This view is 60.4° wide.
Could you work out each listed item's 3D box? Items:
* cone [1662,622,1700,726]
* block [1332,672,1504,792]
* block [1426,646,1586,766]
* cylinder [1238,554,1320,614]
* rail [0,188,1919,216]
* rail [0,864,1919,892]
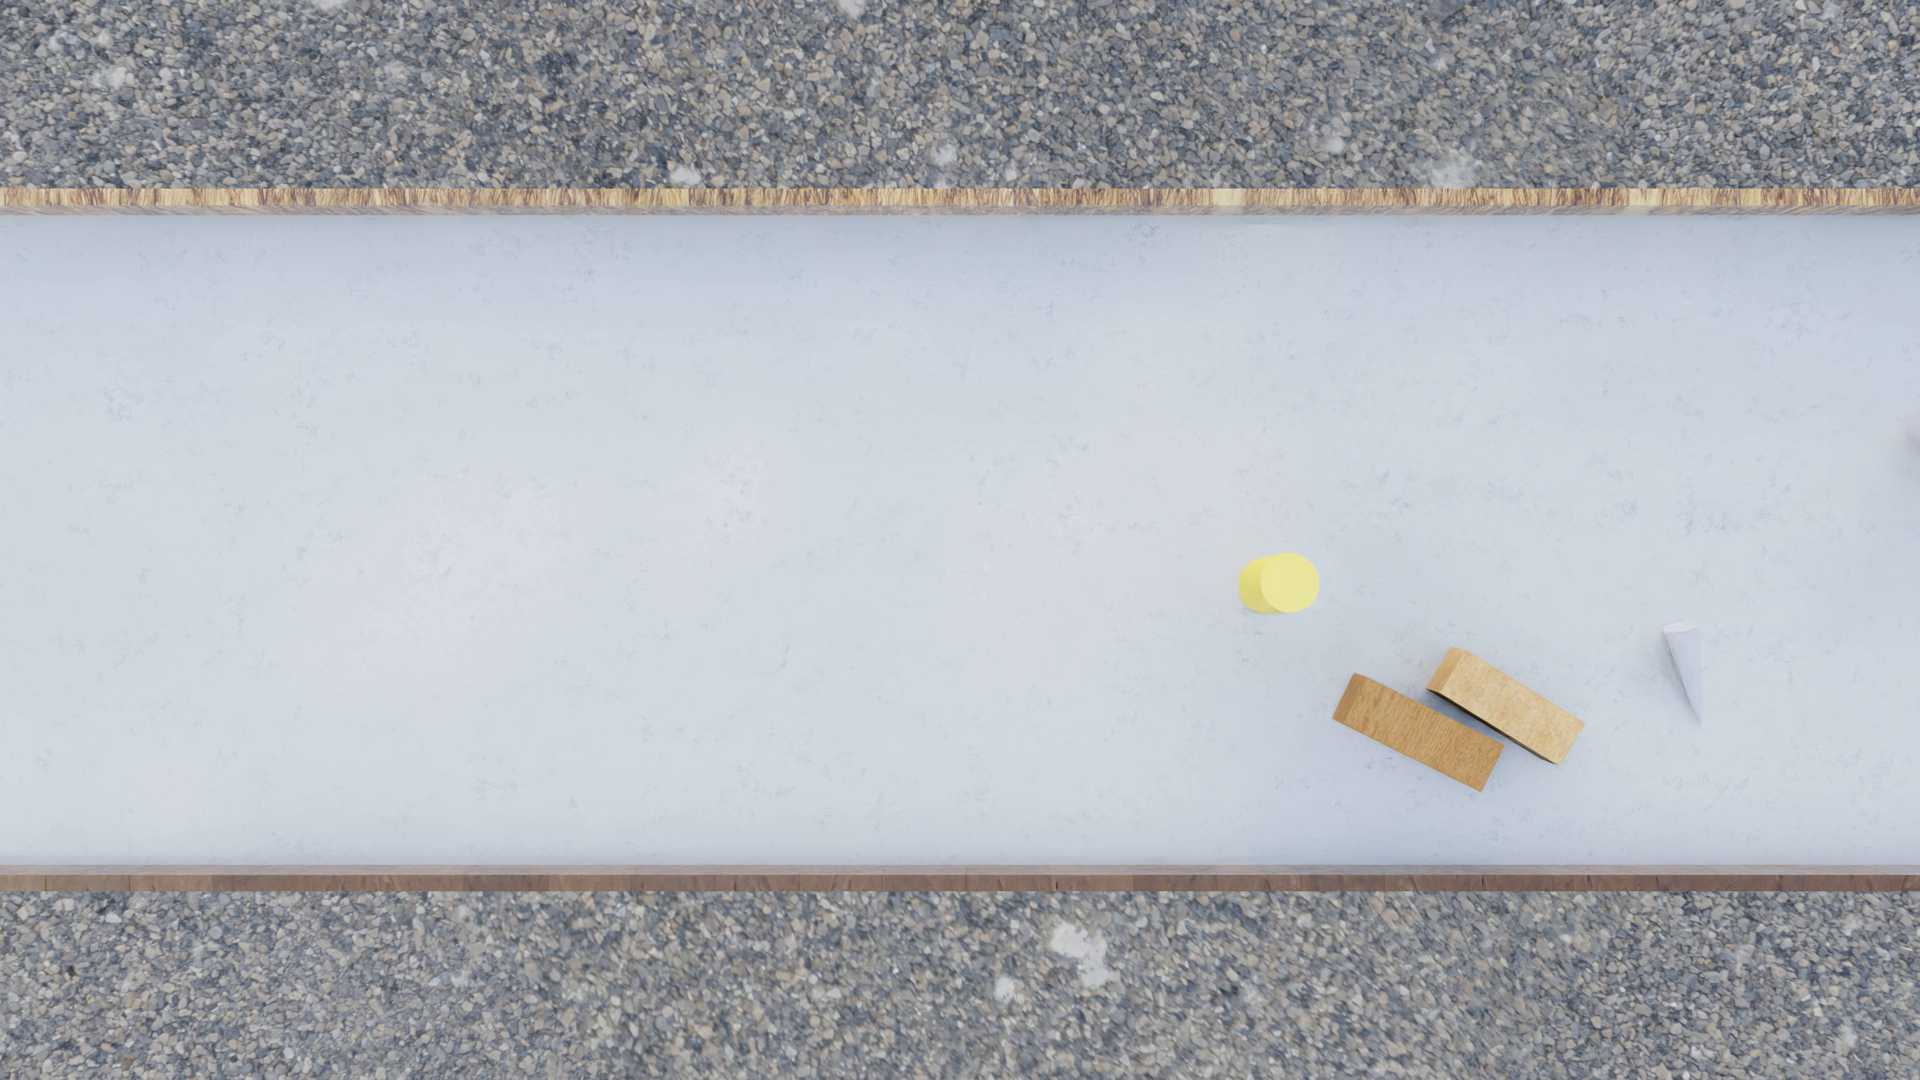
[{"bbox_3d":[2.238,0.427,5.051,0.103,0.103,0.339,-15,99,0],"label":"cone"},{"bbox_3d":[1.384,0.581,4.997,0.459,0.159,0.159,26,90,0],"label":"block"},{"bbox_3d":[1.652,0.502,5.001,0.419,0.151,0.151,32,90,0],"label":"block"},{"bbox_3d":[0.943,0.133,4.904,0.171,0.335,0.171,0,87,-2],"label":"cylinder"},{"bbox_3d":[-2.247,-1.025,5.002,12.000,0.150,0.050,0,90,0],"label":"rail"},{"bbox_3d":[-2.247,1.025,5.001,12.000,0.150,0.050,0,90,0],"label":"rail"}]
